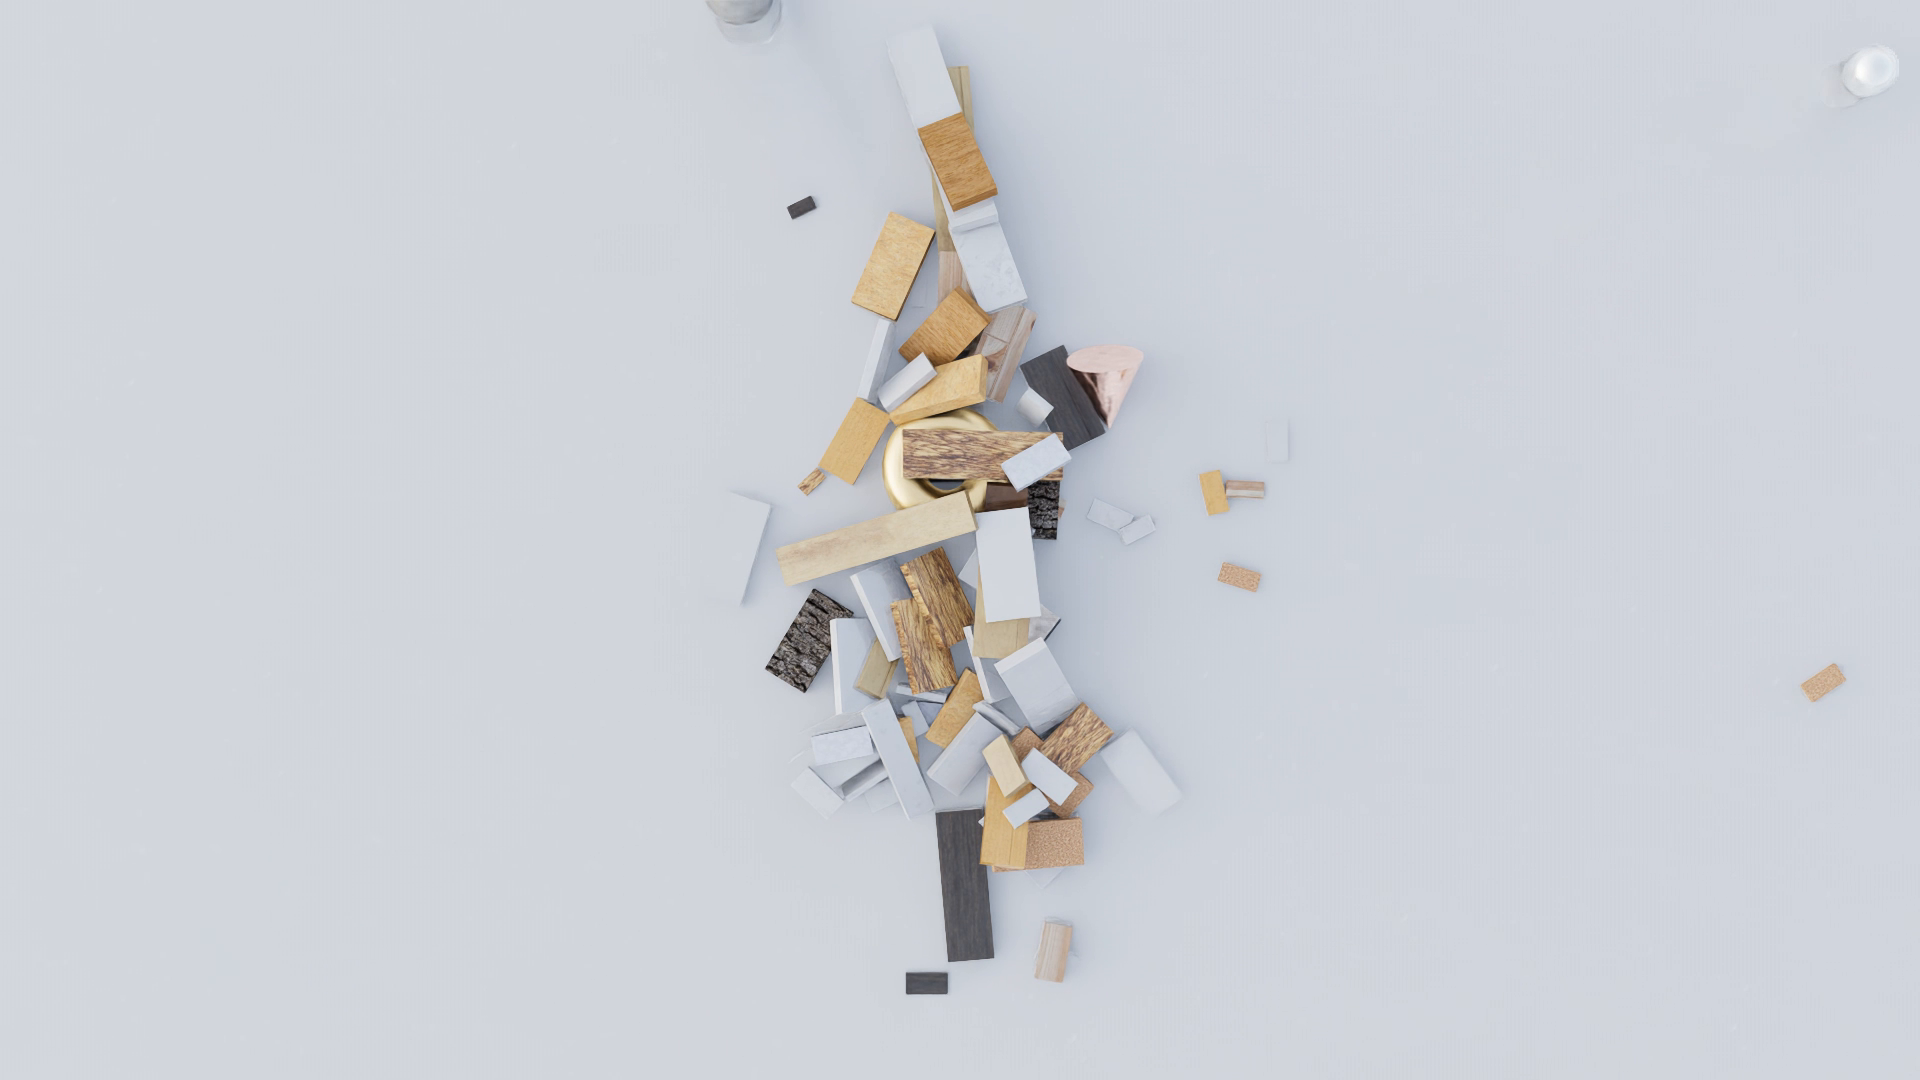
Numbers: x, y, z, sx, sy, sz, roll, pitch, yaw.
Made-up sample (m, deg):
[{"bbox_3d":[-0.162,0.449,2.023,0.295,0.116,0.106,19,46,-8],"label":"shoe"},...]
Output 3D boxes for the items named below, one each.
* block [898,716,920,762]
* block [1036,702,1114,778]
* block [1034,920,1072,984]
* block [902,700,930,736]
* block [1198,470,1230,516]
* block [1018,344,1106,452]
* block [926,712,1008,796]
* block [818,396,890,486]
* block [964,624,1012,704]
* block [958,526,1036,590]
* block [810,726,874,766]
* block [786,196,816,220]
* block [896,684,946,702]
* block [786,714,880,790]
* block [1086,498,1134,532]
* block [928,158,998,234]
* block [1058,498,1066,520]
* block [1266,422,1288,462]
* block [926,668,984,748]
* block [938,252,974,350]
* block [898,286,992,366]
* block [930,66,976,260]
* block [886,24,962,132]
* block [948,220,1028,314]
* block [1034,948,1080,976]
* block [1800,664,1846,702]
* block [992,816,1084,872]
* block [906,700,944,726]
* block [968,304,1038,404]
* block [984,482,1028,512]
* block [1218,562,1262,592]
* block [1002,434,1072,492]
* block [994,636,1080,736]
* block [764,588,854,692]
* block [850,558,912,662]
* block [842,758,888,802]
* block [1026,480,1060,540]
[{"bbox_3d":[-0.188,0.668,5.452,0.082,0.023,0.165,-12,114,-6],"label":"block"},{"bbox_3d":[0.357,0.684,5.425,0.141,0.040,0.282,45,88,-5],"label":"block"},{"bbox_3d":[0.310,1.366,5.467,0.093,0.026,0.186,11,90,0],"label":"block"},{"bbox_3d":[-0.147,0.592,5.469,0.054,0.015,0.109,-26,90,0],"label":"block"},{"bbox_3d":[0.845,-0.158,5.490,0.071,0.020,0.141,-14,90,0],"label":"block"},{"bbox_3d":[0.340,-0.466,5.477,0.162,0.046,0.325,-26,90,0],"label":"block"},{"bbox_3d":[0.023,0.708,5.452,0.131,0.037,0.263,39,90,-29],"label":"block"},{"bbox_3d":[-0.349,-0.328,5.481,0.131,0.037,0.263,30,90,0],"label":"block"},{"bbox_3d":[0.108,0.396,5.445,0.131,0.037,0.263,-17,90,-38],"label":"block"},{"bbox_3d":[0.122,0.044,5.455,0.134,0.038,0.268,32,100,-2],"label":"block"},{"bbox_3d":[-0.385,0.671,5.399,0.191,0.027,0.095,-12,90,0],"label":"block"},{"bbox_3d":[-0.528,-1.107,5.494,0.091,0.013,0.045,-25,90,0],"label":"block"},{"bbox_3d":[-0.128,0.507,5.459,0.165,0.082,0.023,12,90,0],"label":"block"},{"bbox_3d":[-0.399,0.713,5.434,0.309,0.044,0.154,-35,90,0],"label":"block"},{"bbox_3d":[0.499,-0.078,5.490,0.141,0.020,0.071,24,90,0],"label":"block"},{"bbox_3d":[0.007,-1.162,5.382,0.157,0.044,0.313,-17,70,0],"label":"block"},{"bbox_3d":[0.279,-0.123,5.490,0.141,0.020,0.071,23,90,0],"label":"block"},{"bbox_3d":[1.057,-0.326,5.491,0.066,0.019,0.131,-1,90,0],"label":"block"},{"bbox_3d":[0.009,0.571,5.453,0.131,0.037,0.263,31,90,-27],"label":"block"},{"bbox_3d":[0.005,-0.789,5.450,0.159,0.045,0.319,3,100,-1],"label":"block"},{"bbox_3d":[-0.050,-0.670,5.390,0.155,0.044,0.310,45,125,-3],"label":"block"},{"bbox_3d":[-0.018,-1.226,5.478,0.157,0.044,0.677,-5,90,0],"label":"block"},{"bbox_3d":[-0.118,-1.523,5.433,0.157,0.044,0.313,-19,90,0],"label":"block"},{"bbox_3d":[0.090,-0.904,5.376,0.159,0.045,0.319,-19,84,-4],"label":"block"},{"bbox_3d":[0.325,1.393,5.490,0.140,0.020,0.070,25,90,0],"label":"block"},{"bbox_3d":[2.874,0.475,5.491,0.131,0.019,0.066,-34,90,0],"label":"block"},{"bbox_3d":[0.253,1.000,5.417,0.301,0.043,0.151,-3,89,-9],"label":"block"},{"bbox_3d":[-0.098,0.582,5.488,0.165,0.023,0.082,6,90,0],"label":"block"},{"bbox_3d":[0.124,-0.631,5.446,0.159,0.045,0.319,22,90,-24],"label":"block"},{"bbox_3d":[0.146,-0.053,5.373,0.134,0.038,0.268,4,110,1],"label":"block"},{"bbox_3d":[0.931,0.124,5.491,0.131,0.019,0.066,17,90,0],"label":"block"},{"bbox_3d":[0.246,-0.250,5.319,0.204,0.029,0.102,-30,75,-9],"label":"block"},{"bbox_3d":[0.258,0.479,5.363,0.176,0.050,0.351,-31,133,0],"label":"block"},{"bbox_3d":[-0.501,0.335,5.478,0.155,0.044,0.311,31,90,0],"label":"block"},{"bbox_3d":[-0.228,0.228,5.440,0.154,0.044,0.308,-25,90,-33],"label":"block"},{"bbox_3d":[-0.314,0.795,5.458,0.165,0.082,0.023,-34,114,0],"label":"block"},{"bbox_3d":[0.261,-0.138,5.453,0.134,0.038,0.268,4,100,3],"label":"block"}]
